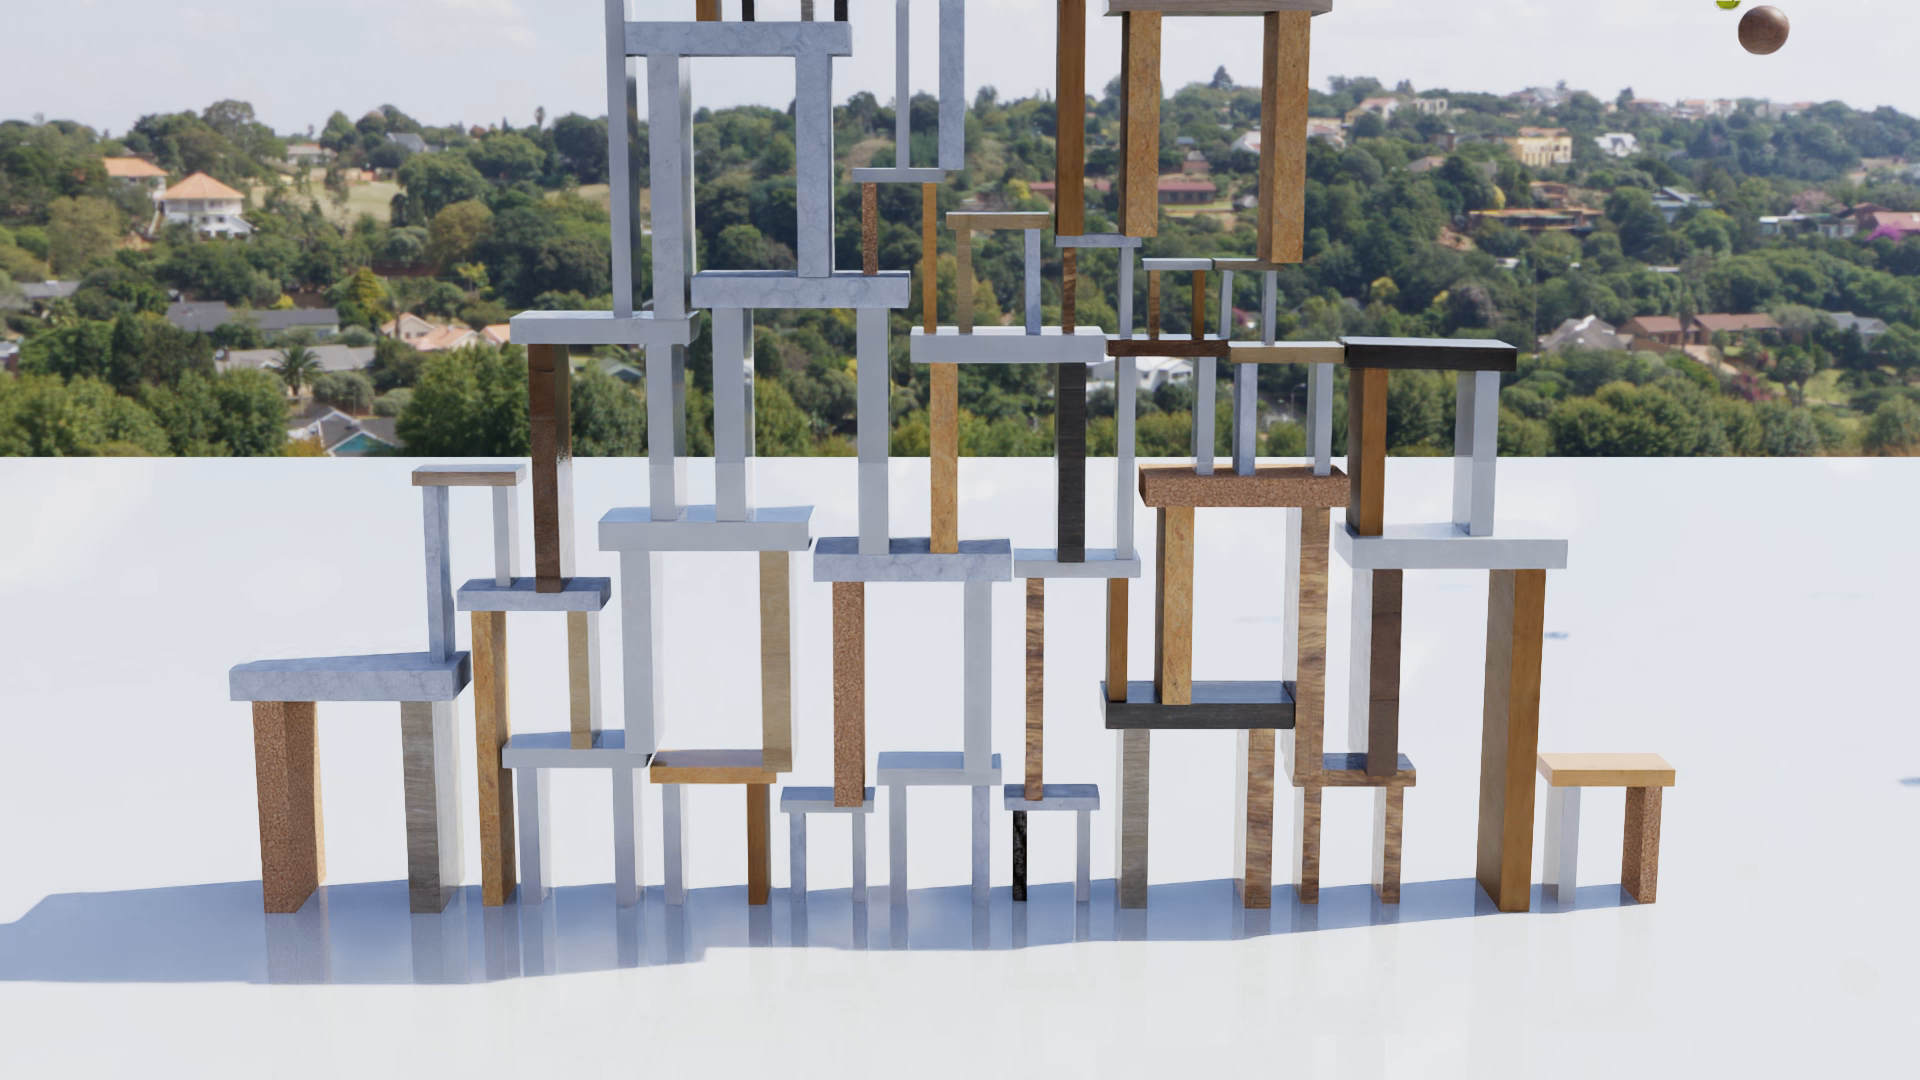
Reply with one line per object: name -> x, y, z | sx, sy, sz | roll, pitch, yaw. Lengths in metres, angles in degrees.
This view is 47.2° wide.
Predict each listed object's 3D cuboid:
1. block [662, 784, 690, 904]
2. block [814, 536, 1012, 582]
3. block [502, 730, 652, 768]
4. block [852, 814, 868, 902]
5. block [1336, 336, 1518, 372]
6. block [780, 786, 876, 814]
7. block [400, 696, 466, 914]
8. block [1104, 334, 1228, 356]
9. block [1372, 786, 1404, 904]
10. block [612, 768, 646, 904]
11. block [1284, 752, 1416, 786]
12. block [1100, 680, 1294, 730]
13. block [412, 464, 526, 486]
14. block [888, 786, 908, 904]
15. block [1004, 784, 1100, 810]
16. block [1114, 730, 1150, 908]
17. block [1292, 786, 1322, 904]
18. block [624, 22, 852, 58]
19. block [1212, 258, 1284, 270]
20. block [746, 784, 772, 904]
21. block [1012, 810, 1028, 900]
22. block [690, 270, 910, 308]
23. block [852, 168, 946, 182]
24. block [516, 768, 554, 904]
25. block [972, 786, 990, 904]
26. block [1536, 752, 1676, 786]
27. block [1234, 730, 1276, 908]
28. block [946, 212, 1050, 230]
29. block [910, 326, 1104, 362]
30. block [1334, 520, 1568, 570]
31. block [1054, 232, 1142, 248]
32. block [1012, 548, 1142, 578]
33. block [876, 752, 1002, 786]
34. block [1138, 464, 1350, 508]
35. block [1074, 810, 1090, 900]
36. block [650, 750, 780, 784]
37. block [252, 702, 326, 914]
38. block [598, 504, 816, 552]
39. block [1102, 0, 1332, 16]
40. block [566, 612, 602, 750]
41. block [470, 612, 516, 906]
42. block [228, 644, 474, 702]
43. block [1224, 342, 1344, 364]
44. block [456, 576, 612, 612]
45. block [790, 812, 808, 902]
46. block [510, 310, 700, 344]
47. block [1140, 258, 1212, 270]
block -> -0.471, 0.489, 3.649 | 0.029, 0.206, 0.103 | 0, 11, 0
block -> -0.076, 0.030, 3.564 | 0.315, 0.045, 0.158 | 0, 11, 0
block -> -0.627, 0.344, 3.627 | 0.233, 0.033, 0.117 | 0, 11, 0
block -> -0.166, 0.515, 3.651 | 0.022, 0.154, 0.077 | 0, 11, 0
block -> 0.740, -0.297, 3.507 | 0.263, 0.037, 0.131 | 1, 11, 0
block -> -0.217, 0.429, 3.634 | 0.154, 0.022, 0.077 | 0, 11, 0
block -> -0.869, 0.416, 3.632 | 0.050, 0.356, 0.178 | 0, 11, 0
block -> 0.327, -0.310, 3.501 | 0.189, 0.027, 0.095 | 0, 11, 0
block -> 0.710, 0.491, 3.652 | 0.028, 0.201, 0.100 | 0, 11, 0
block -> -0.549, 0.475, 3.651 | 0.033, 0.233, 0.117 | 0, 11, 0
block -> 0.643, 0.379, 3.630 | 0.201, 0.028, 0.100 | 0, 11, 0
block -> 0.386, 0.270, 3.613 | 0.303, 0.043, 0.152 | 0, 11, 0
block -> -0.790, -0.105, 3.542 | 0.167, 0.024, 0.083 | 0, 11, 1
block -> -0.101, 0.491, 3.647 | 0.029, 0.203, 0.102 | 0, 11, 0
block -> 0.151, 0.425, 3.642 | 0.156, 0.022, 0.078 | 0, 11, 0
block -> 0.285, 0.440, 3.645 | 0.043, 0.303, 0.152 | 0, 11, 0
block -> 0.576, 0.491, 3.652 | 0.028, 0.201, 0.100 | 0, 11, 0
block -> -0.339, -0.776, 3.413 | 0.337, 0.048, 0.169 | 0, 11, 0
block -> 0.454, -0.436, 3.476 | 0.107, 0.015, 0.054 | 0, 11, 0
block -> -0.333, 0.489, 3.649 | 0.029, 0.206, 0.103 | 0, 11, 0
block -> 0.099, 0.513, 3.658 | 0.022, 0.156, 0.078 | 0, 11, 0
block -> -0.249, -0.398, 3.487 | 0.336, 0.048, 0.168 | 0, 11, 0
block -> -0.095, -0.573, 3.455 | 0.144, 0.020, 0.072 | 0, 11, 0
block -> -0.704, 0.475, 3.651 | 0.033, 0.233, 0.117 | 0, 11, 0
block -> 0.035, 0.491, 3.647 | 0.029, 0.203, 0.102 | 0, 11, 0
block -> 1.066, 0.379, 3.632 | 0.200, 0.028, 0.100 | 0, 11, 0
block -> 0.487, 0.440, 3.645 | 0.043, 0.303, 0.152 | 0, 11, 0
block -> 0.059, -0.504, 3.470 | 0.162, 0.023, 0.081 | 0, 11, 1
block -> 0.074, -0.312, 3.504 | 0.303, 0.043, 0.152 | 0, 11, 0
block -> 0.790, 0.007, 3.558 | 0.340, 0.048, 0.170 | 0, 11, 0
block -> 0.217, -0.474, 3.472 | 0.134, 0.019, 0.067 | 0, 11, 0
block -> 0.188, 0.037, 3.563 | 0.203, 0.029, 0.101 | 0, 11, 0
block -> -0.034, 0.376, 3.626 | 0.203, 0.029, 0.102 | 0, 11, 0
block -> 0.454, -0.089, 3.542 | 0.321, 0.046, 0.161 | 0, 11, 0
block -> 0.203, 0.513, 3.658 | 0.022, 0.156, 0.078 | 0, 11, 0
block -> -0.402, 0.373, 3.627 | 0.206, 0.029, 0.103 | 0, 11, -1
block -> -1.106, 0.416, 3.632 | 0.050, 0.356, 0.178 | 0, 11, 0
block -> -0.405, -0.021, 3.552 | 0.332, 0.047, 0.166 | 0, 11, 0
block -> 0.394, -0.840, 3.406 | 0.338, 0.048, 0.169 | 0, 11, 0
block -> -0.614, 0.216, 3.597 | 0.033, 0.230, 0.115 | 0, 11, 0
block -> -0.767, 0.347, 3.620 | 0.033, 0.496, 0.115 | 0, 11, 0
block -> -0.988, 0.216, 3.595 | 0.356, 0.050, 0.178 | 0, 11, 0
block -> 0.515, -0.299, 3.499 | 0.179, 0.025, 0.090 | 0, 11, 0
block -> -0.690, 0.087, 3.572 | 0.229, 0.033, 0.115 | 0, 11, 0
block -> -0.268, 0.515, 3.651 | 0.022, 0.154, 0.077 | 0, 11, 0
block -> -0.561, -0.338, 3.491 | 0.280, 0.040, 0.140 | 0, 11, 0
block -> 0.342, -0.437, 3.482 | 0.107, 0.015, 0.054 | 0, 11, 0
